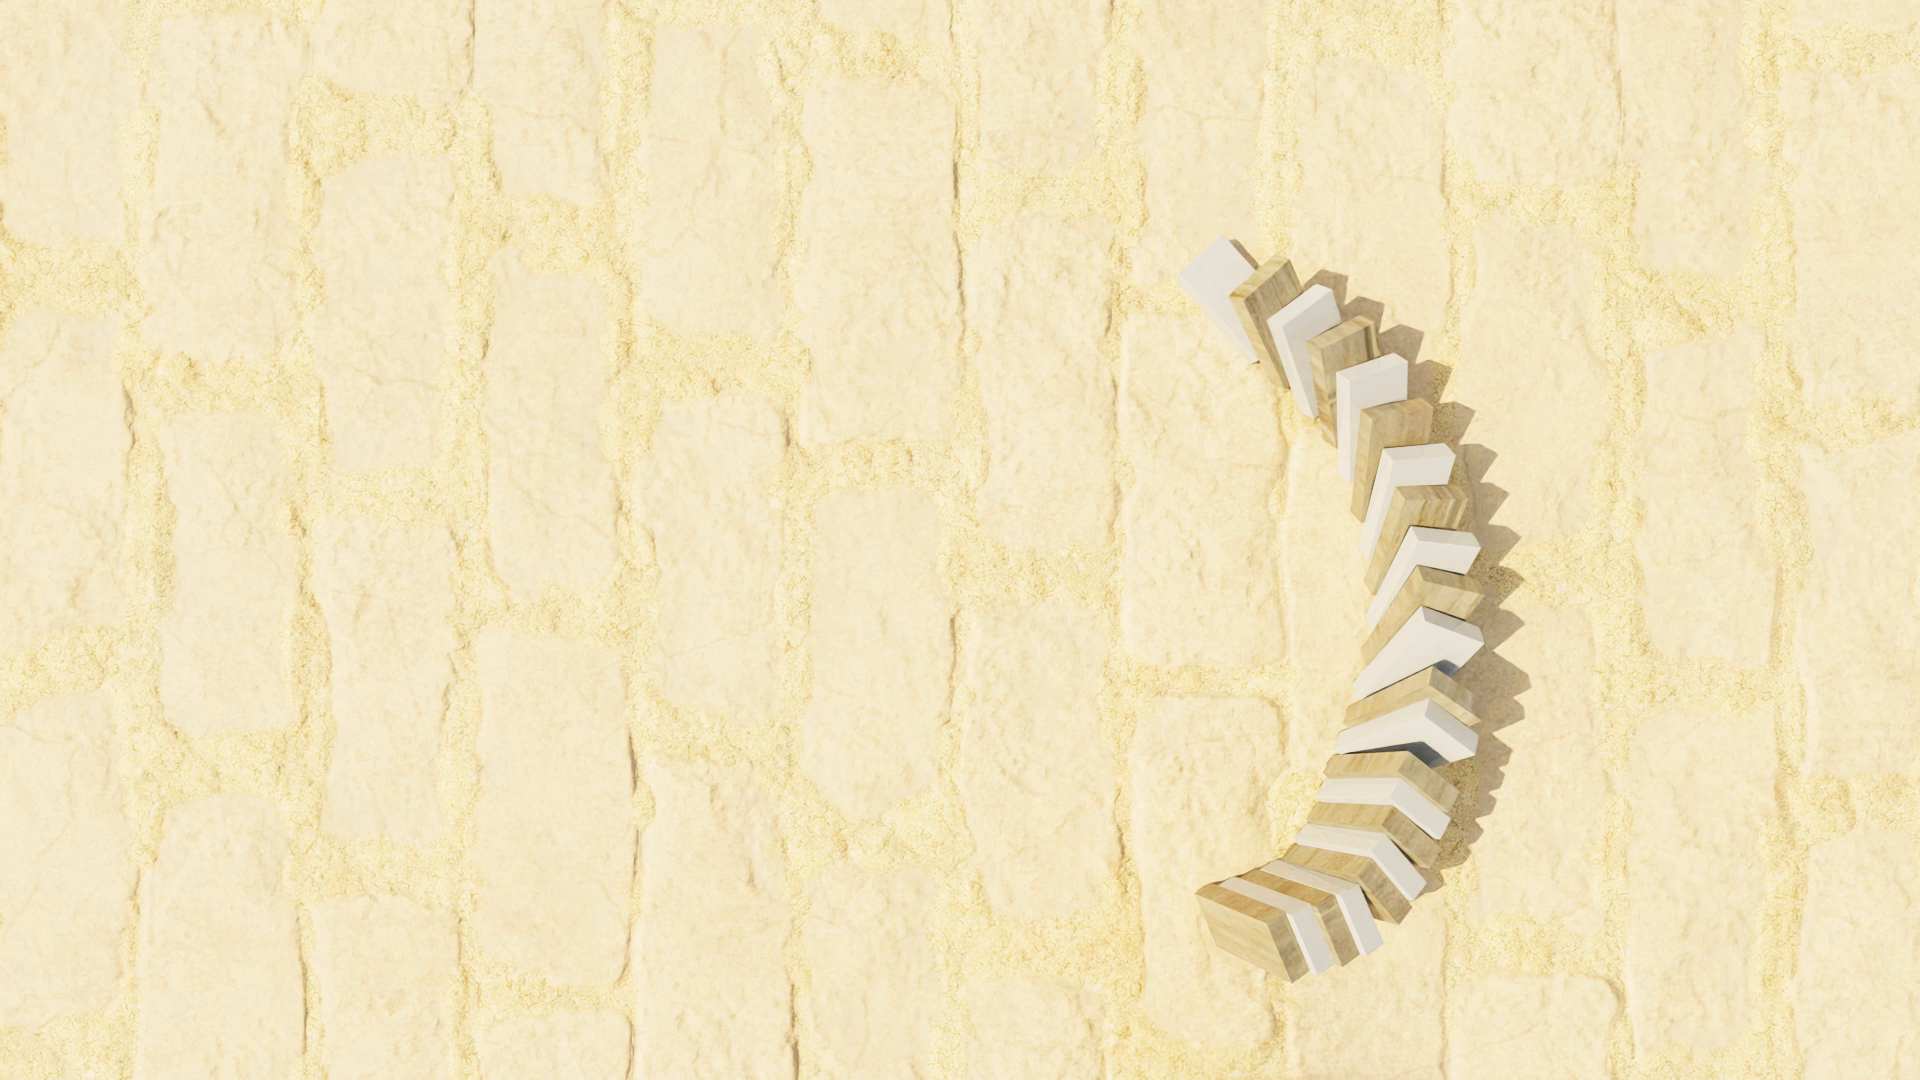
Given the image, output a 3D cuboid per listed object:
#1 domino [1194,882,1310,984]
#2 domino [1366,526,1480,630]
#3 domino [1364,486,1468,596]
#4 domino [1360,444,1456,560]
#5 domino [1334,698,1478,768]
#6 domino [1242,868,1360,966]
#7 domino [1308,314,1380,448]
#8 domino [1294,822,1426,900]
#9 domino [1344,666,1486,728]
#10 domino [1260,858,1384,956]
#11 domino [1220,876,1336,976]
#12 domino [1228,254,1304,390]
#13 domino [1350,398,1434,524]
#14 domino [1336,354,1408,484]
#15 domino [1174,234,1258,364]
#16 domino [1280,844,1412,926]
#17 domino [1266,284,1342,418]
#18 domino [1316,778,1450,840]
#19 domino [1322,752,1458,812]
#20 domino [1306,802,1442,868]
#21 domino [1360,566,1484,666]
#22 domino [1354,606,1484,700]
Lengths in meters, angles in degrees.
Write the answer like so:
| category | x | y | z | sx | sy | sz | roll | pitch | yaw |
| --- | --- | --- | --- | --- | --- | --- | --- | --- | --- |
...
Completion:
| category | x | y | z | sx | sy | sz | roll | pitch | yaw |
| --- | --- | --- | --- | --- | --- | --- | --- | --- | --- |
| domino | 0.118 | 0.160 | 0.375 | 0.009 | 0.050 | 0.025 | -23 | 90 | -20 |
| domino | 0.191 | 0.018 | 0.381 | 0.025 | 0.009 | 0.050 | 6 | 129 | 0 |
| domino | 0.189 | 0.001 | 0.381 | 0.025 | 0.010 | 0.050 | -1 | 127 | 0 |
| domino | 0.185 | -0.015 | 0.381 | 0.025 | 0.010 | 0.050 | -5 | 128 | 0 |
| domino | 0.182 | 0.083 | 0.376 | 0.025 | 0.050 | 0.009 | 37 | 55 | -1 |
| domino | 0.137 | 0.153 | 0.375 | 0.009 | 0.050 | 0.025 | -23 | 90 | -20 |
| domino | 0.162 | -0.065 | 0.382 | 0.025 | 0.010 | 0.050 | -27 | 125 | 0 |
| domino | 0.162 | 0.131 | 0.375 | 0.010 | 0.050 | 0.025 | -40 | 90 | -19 |
| domino | 0.185 | 0.071 | 0.377 | 0.025 | 0.050 | 0.009 | 34 | 55 | 0 |
| domino | 0.147 | 0.149 | 0.375 | 0.009 | 0.050 | 0.025 | -23 | 90 | -20 |
| domino | 0.128 | 0.157 | 0.375 | 0.009 | 0.050 | 0.025 | -23 | 90 | -20 |
| domino | 0.133 | -0.090 | 0.381 | 0.025 | 0.010 | 0.050 | -42 | 126 | 0 |
| domino | 0.179 | -0.033 | 0.382 | 0.025 | 0.009 | 0.050 | -11 | 124 | 0 |
| domino | 0.171 | -0.050 | 0.382 | 0.025 | 0.009 | 0.050 | -19 | 125 | -1 |
| domino | 0.119 | -0.104 | 0.395 | 0.025 | 0.010 | 0.050 | -42 | 90 | 0 |
| domino | 0.157 | 0.140 | 0.375 | 0.010 | 0.050 | 0.025 | -40 | 90 | -19 |
| domino | 0.148 | -0.078 | 0.382 | 0.025 | 0.009 | 0.050 | -36 | 126 | 0 |
| domino | 0.171 | 0.109 | 0.375 | 0.025 | 0.050 | 0.009 | 39 | 71 | 0 |
| domino | 0.175 | 0.099 | 0.375 | 0.025 | 0.050 | 0.010 | 39 | 71 | 0 |
| domino | 0.168 | 0.120 | 0.375 | 0.025 | 0.050 | 0.009 | 41 | 71 | 0 |
| domino | 0.191 | 0.035 | 0.380 | 0.025 | 0.010 | 0.050 | 13 | 130 | 0 |
| domino | 0.189 | 0.051 | 0.380 | 0.025 | 0.009 | 0.050 | 20 | 130 | 0 |
